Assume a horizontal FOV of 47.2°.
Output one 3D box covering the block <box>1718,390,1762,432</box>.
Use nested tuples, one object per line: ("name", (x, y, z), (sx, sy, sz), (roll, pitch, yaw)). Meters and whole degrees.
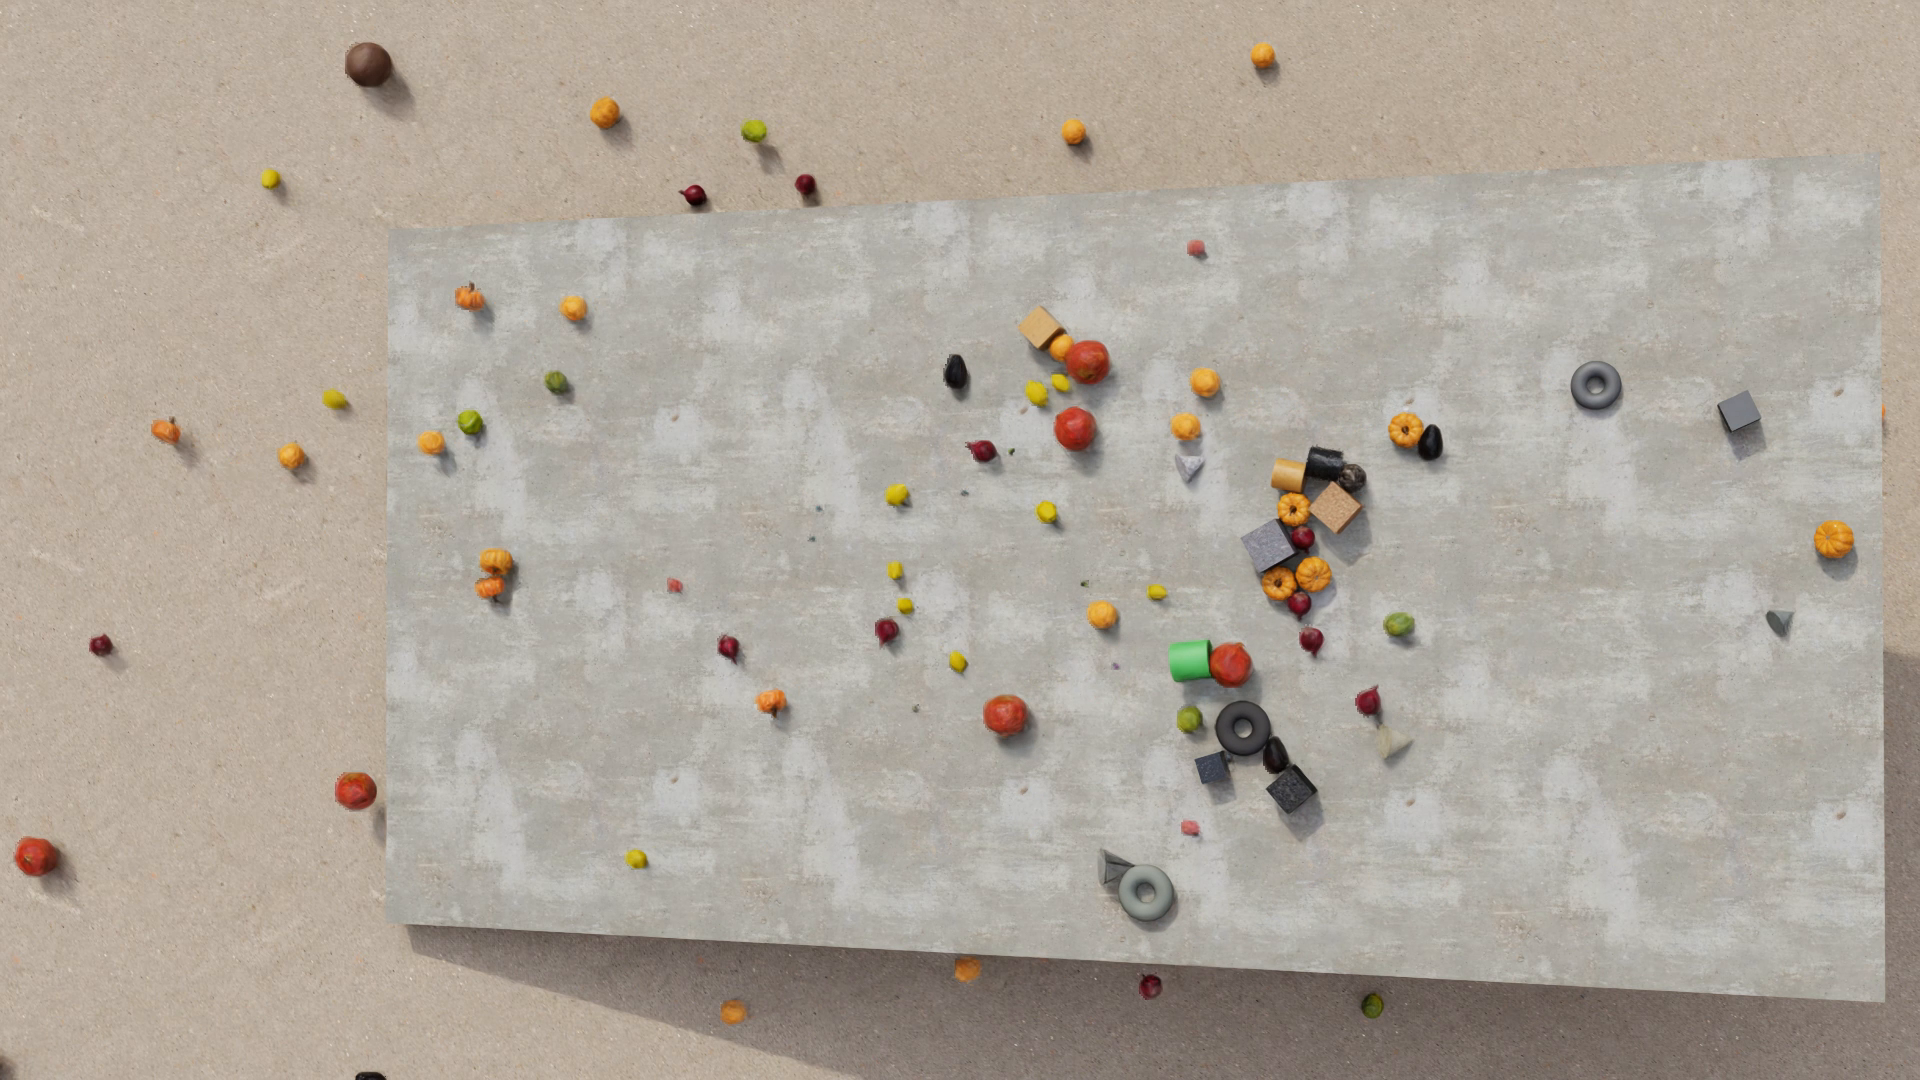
("block", (1.855, -0.306, 5.237), (0.073, 0.073, 0.073), (-26, 82, 15))

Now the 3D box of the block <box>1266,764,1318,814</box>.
("block", (0.834, 0.627, 5.530), (0.085, 0.085, 0.085), (-43, 78, 12))

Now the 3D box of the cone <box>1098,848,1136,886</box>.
("cone", (0.413, 0.843, 5.678), (0.096, 0.096, 0.096), (1, 89, -9))

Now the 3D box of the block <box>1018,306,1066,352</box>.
("block", (0.214, -0.552, 5.740), (0.080, 0.080, 0.080), (-44, 77, 12))

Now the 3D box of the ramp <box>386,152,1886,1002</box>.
("ramp", (0.273, 0.094, 5.807), (4.000, 0.100, 2.000), (0, 89, 17))

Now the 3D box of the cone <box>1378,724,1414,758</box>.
("cone", (1.094, 0.499, 5.477), (0.083, 0.083, 0.083), (-1, 89, -10))

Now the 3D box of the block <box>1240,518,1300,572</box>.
("block", (0.783, 0.015, 5.547), (0.100, 0.100, 0.100), (-31, 81, 14))

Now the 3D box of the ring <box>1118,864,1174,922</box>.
("ring", (0.478, 0.907, 5.654), (0.147, 0.049, 0.147), (0, 89, 21))

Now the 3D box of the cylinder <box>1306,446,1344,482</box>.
("cylinder", (0.915, -0.191, 5.521), (0.078, 0.078, 0.078), (12, 89, 17))

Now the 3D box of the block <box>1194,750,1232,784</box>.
("block", (0.644, 0.579, 5.599), (0.066, 0.066, 0.066), (-18, 84, 16))

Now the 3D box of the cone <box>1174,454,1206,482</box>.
("cone", (0.601, -0.197, 5.641), (0.074, 0.074, 0.074), (-22, 89, -11))

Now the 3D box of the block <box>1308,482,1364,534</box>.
("block", (0.942, -0.080, 5.504), (0.092, 0.092, 0.092), (43, 101, 13))

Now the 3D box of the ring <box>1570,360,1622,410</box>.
("ring", (1.547, -0.376, 5.350), (0.120, 0.040, 0.120), (0, 90, 18))

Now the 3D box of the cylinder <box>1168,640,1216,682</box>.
("cylinder", (0.591, 0.308, 5.603), (0.098, 0.098, 0.098), (-7, 89, 17))

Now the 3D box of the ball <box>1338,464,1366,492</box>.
("ball", (0.982, -0.154, 5.504), (0.070, 0.070, 0.070), (0, 89, 0))

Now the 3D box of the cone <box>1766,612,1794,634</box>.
("cone", (1.959, 0.184, 5.223), (0.059, 0.059, 0.059), (-25, 89, -12))

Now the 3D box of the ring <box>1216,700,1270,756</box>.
("ring", (0.719, 0.478, 5.588), (0.141, 0.047, 0.141), (0, 90, 17))

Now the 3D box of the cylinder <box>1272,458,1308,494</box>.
("cylinder", (0.832, -0.163, 5.546), (0.077, 0.077, 0.077), (13, 89, 17))
